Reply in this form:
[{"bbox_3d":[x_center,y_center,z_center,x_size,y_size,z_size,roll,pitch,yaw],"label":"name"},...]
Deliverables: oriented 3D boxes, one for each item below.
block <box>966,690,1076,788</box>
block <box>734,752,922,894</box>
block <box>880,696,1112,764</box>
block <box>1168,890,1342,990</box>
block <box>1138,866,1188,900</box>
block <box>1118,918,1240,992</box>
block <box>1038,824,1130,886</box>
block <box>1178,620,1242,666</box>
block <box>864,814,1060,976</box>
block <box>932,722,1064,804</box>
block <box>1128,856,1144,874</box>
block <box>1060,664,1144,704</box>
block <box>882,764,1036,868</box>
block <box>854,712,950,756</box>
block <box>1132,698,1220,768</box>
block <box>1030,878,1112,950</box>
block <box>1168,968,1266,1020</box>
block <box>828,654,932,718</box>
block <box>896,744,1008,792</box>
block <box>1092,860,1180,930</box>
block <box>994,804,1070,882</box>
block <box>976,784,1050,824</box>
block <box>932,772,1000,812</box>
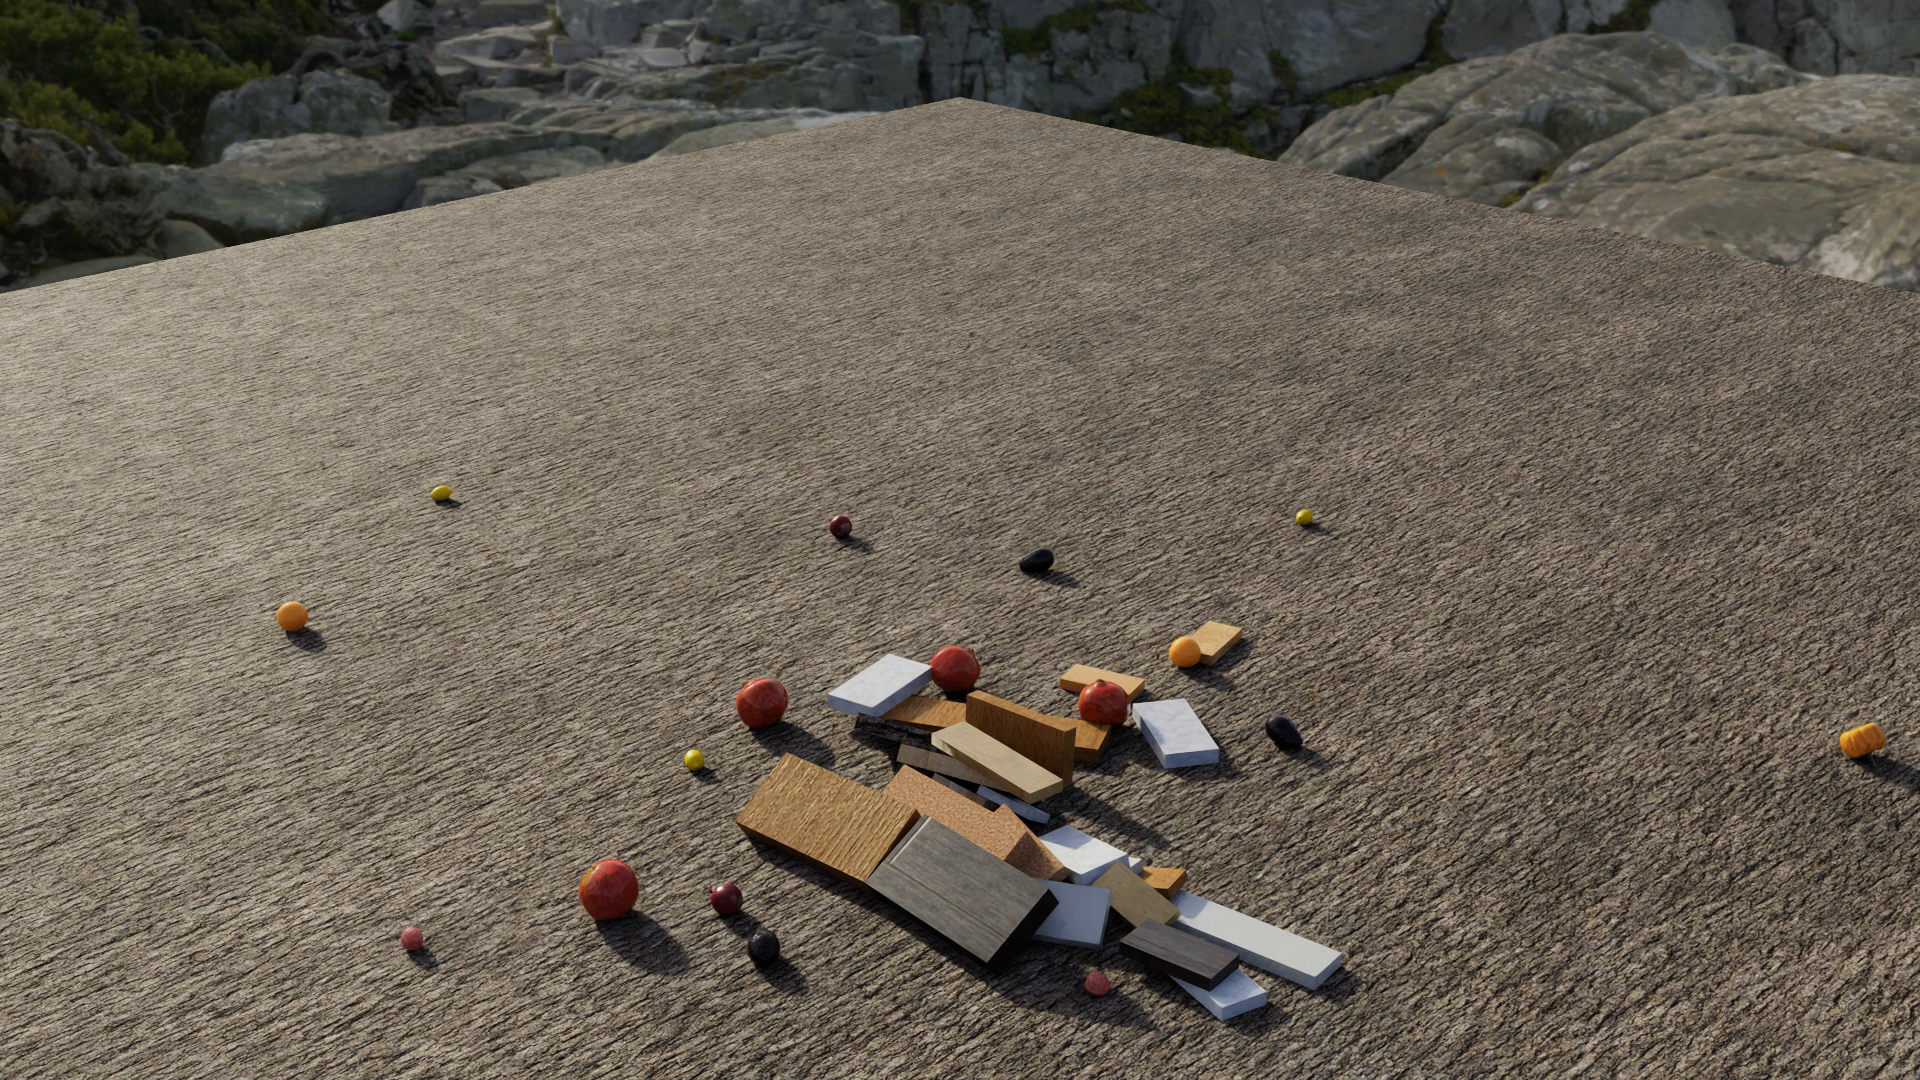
[{"bbox_3d":[0.123,0.417,4.607,0.262,0.131,0.037,18,24,36],"label":"block"},{"bbox_3d":[-0.256,0.550,4.292,0.349,0.049,0.175,18,62,37],"label":"block"},{"bbox_3d":[0.052,0.404,4.766,0.537,0.034,0.119,7,24,16],"label":"block"},{"bbox_3d":[0.510,0.723,4.022,0.373,0.027,0.096,17,28,35],"label":"block"},{"bbox_3d":[0.342,0.647,4.161,0.158,0.022,0.079,-2,19,33],"label":"block"},{"bbox_3d":[0.390,0.738,3.917,0.192,0.027,0.096,17,28,34],"label":"block"},{"bbox_3d":[0.221,0.606,4.213,0.107,0.030,0.213,-20,17,-26],"label":"block"},{"bbox_3d":[0.588,0.241,5.162,0.085,0.024,0.171,13,26,28],"label":"block"},{"bbox_3d":[0.000,0.650,4.055,0.349,0.049,0.175,25,66,44],"label":"block"},{"bbox_3d":[0.072,0.445,4.422,0.085,0.024,0.313,-18,29,-35],"label":"block"},{"bbox_3d":[0.263,0.627,4.205,0.158,0.022,0.079,3,21,42],"label":"block"},{"bbox_3d":[0.322,0.324,4.965,0.171,0.024,0.086,12,26,26],"label":"block"},{"bbox_3d":[-0.035,0.574,4.228,0.349,0.049,0.175,23,66,43],"label":"block"},{"bbox_3d":[-0.078,0.420,4.640,0.262,0.037,0.131,13,-6,28],"label":"block"},{"bbox_3d":[0.463,0.415,4.739,0.119,0.034,0.238,-5,23,-11],"label":"block"},{"bbox_3d":[0.164,0.682,4.041,0.213,0.030,0.107,6,60,15],"label":"block"},{"bbox_3d":[0.446,0.777,3.894,0.096,0.027,0.192,-13,26,-27],"label":"block"},{"bbox_3d":[-0.175,0.325,4.866,0.119,0.034,0.238,14,27,30],"label":"block"},{"bbox_3d":[0.015,0.474,4.515,0.262,0.037,0.131,13,-6,27],"label":"block"},{"bbox_3d":[0.323,0.669,4.069,0.079,0.022,0.158,-39,53,-20],"label":"block"},{"bbox_3d":[0.106,0.601,4.174,0.107,0.030,0.213,-41,42,-7],"label":"block"},{"bbox_3d":[0.107,0.532,4.425,0.138,0.020,0.069,23,0,33],"label":"block"},{"bbox_3d":[0.014,0.513,4.459,0.138,0.020,0.069,24,1,35],"label":"block"}]
